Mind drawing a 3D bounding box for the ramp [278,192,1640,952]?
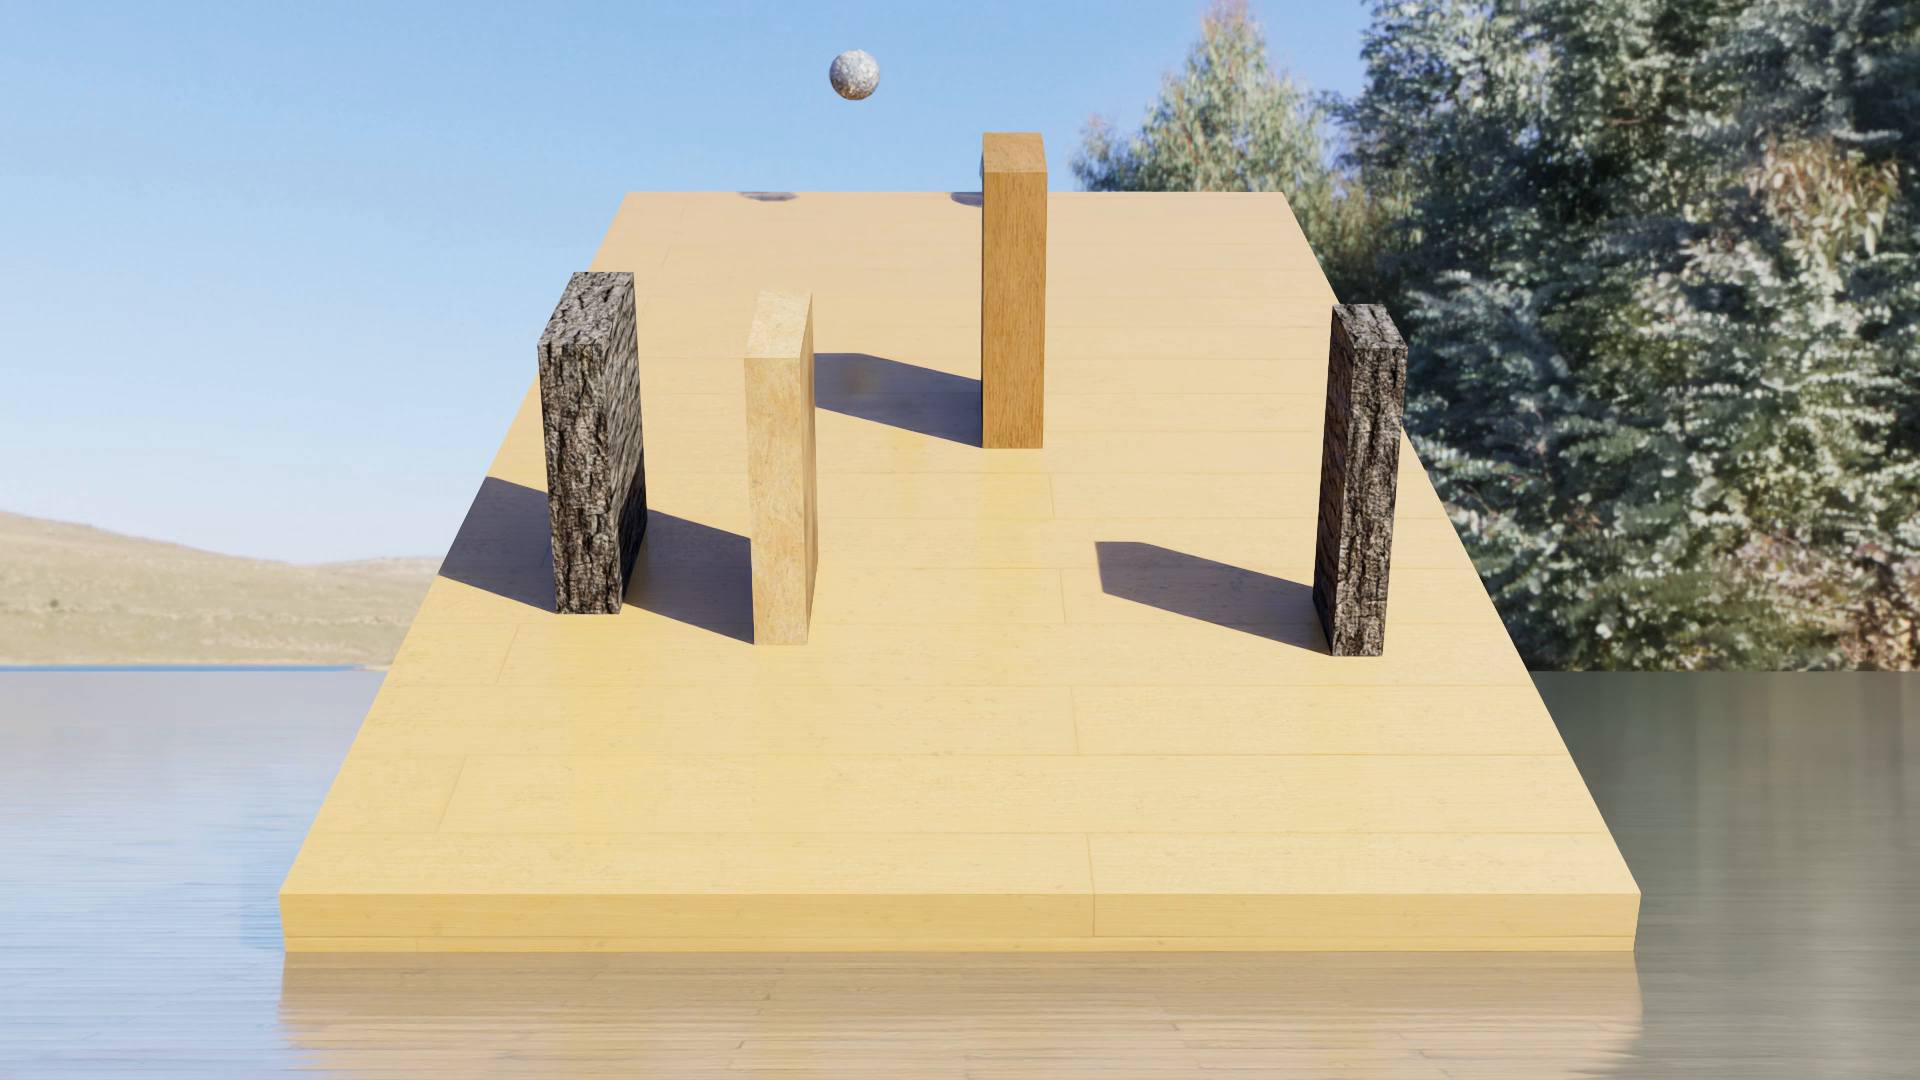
[{"bbox_3d":[-0.008,-0.226,5.255,2.000,0.100,4.000,0,23,0],"label":"ramp"}]

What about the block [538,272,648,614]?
[{"bbox_3d":[-0.688,-0.191,4.378,0.115,0.525,0.440,0,23,0],"label":"block"}]

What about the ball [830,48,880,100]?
[{"bbox_3d":[-0.304,-1.345,6.694,0.146,0.146,0.146,0,-3,0],"label":"ball"}]

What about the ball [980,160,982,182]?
[{"bbox_3d":[0.157,-1.101,6.909,0.199,0.199,0.199,0,-3,0],"label":"ball"}]

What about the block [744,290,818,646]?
[{"bbox_3d":[-0.322,-0.138,4.234,0.094,0.544,0.391,0,23,0],"label":"block"}]

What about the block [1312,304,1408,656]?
[{"bbox_3d":[0.708,-0.106,4.123,0.090,0.578,0.246,0,23,0],"label":"block"}]

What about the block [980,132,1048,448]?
[{"bbox_3d":[0.116,-0.554,5.110,0.132,0.616,0.360,0,23,0],"label":"block"}]
